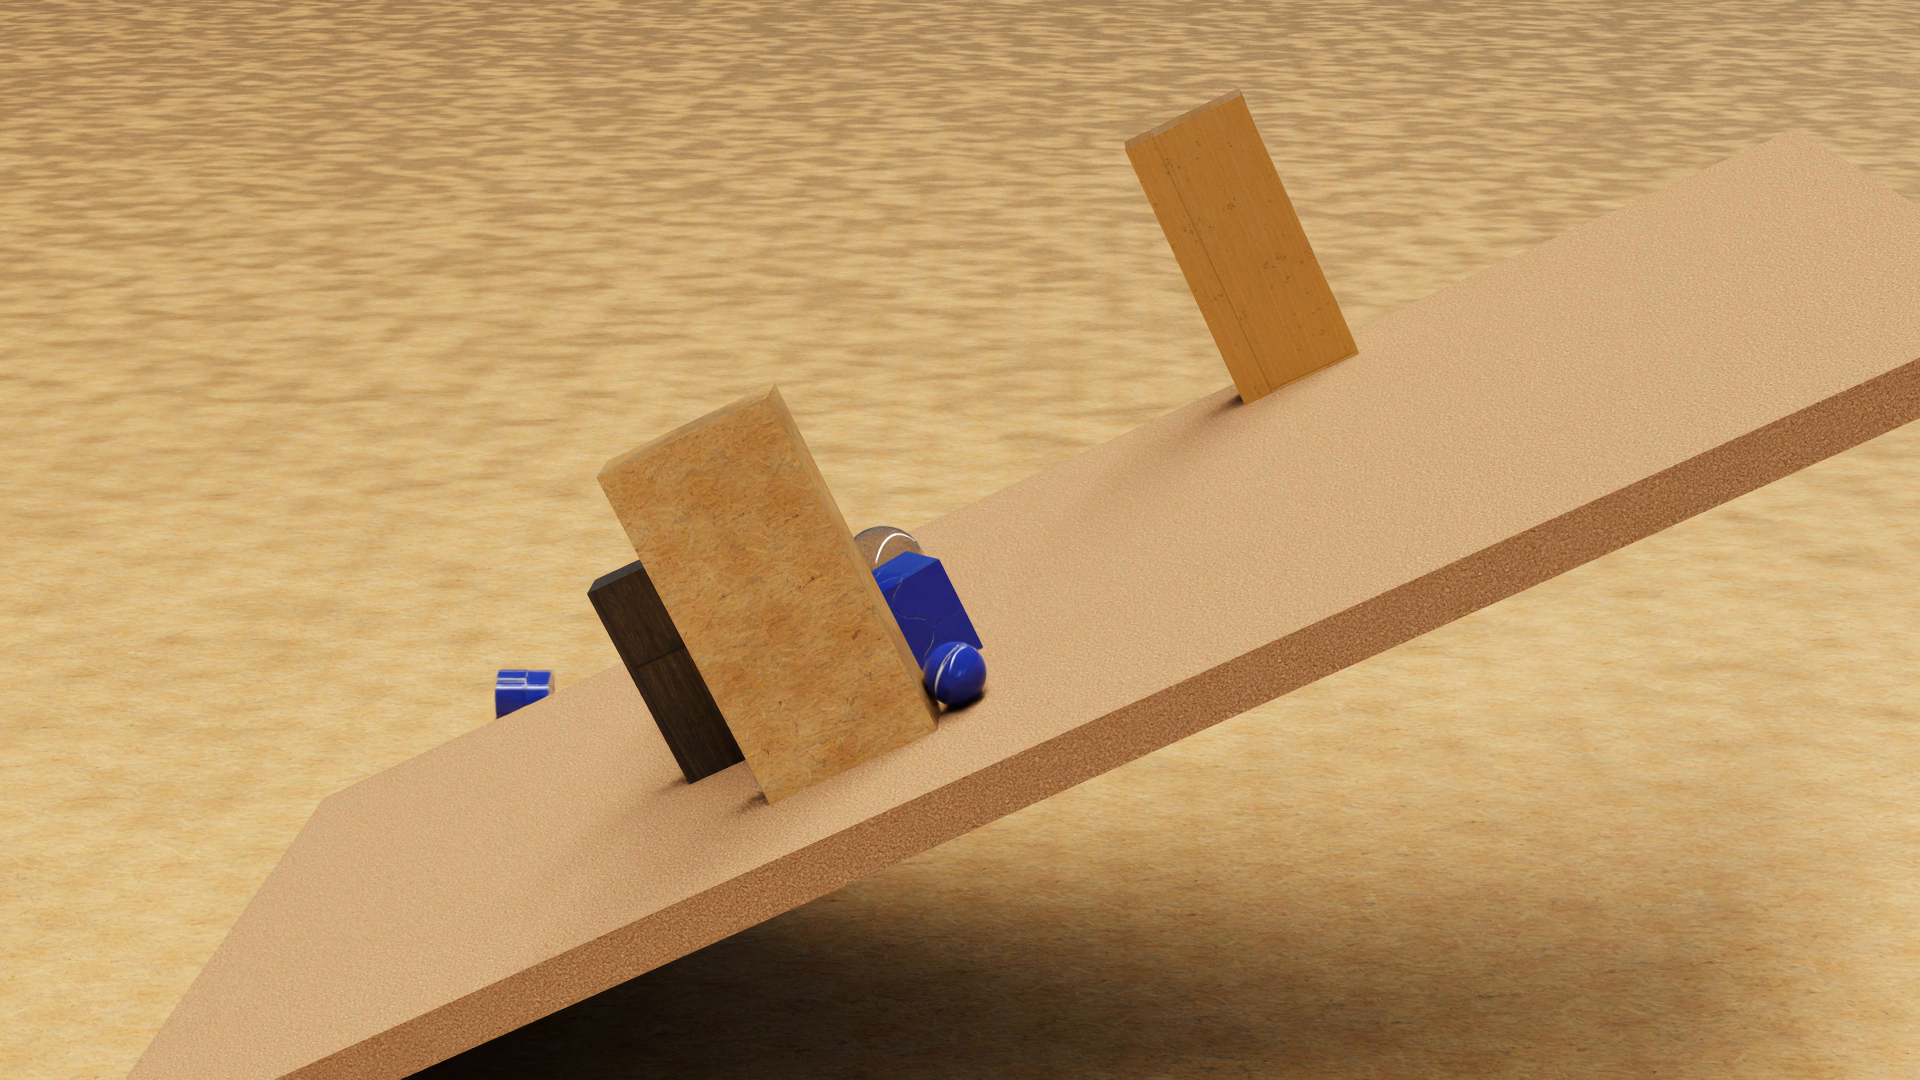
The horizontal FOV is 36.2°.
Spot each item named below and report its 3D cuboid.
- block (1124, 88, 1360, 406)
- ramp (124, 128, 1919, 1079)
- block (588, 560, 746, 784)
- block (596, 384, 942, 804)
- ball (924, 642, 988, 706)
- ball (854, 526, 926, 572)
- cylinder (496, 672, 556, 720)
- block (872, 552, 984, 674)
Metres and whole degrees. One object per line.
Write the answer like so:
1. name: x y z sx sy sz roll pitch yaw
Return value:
1. block: 0.657 -0.682 6.855 0.292 0.664 0.136 -24 13 9
2. ramp: 0.137 0.168 6.282 4.000 0.100 2.000 -24 13 9
3. block: -0.470 0.209 6.064 0.421 0.457 0.101 -24 13 9
4. block: -0.361 0.107 5.660 0.363 0.726 0.125 -24 13 9
5. ball: -0.010 0.260 5.721 0.125 0.125 0.125 0 16 0
6. ball: -0.172 0.068 6.596 0.200 0.200 0.200 0 16 0
7. cylinder: -1.235 0.448 8.359 0.149 0.149 0.149 0 16 0
8. block: -0.119 0.172 6.083 0.208 0.208 0.208 -30 14 -15
